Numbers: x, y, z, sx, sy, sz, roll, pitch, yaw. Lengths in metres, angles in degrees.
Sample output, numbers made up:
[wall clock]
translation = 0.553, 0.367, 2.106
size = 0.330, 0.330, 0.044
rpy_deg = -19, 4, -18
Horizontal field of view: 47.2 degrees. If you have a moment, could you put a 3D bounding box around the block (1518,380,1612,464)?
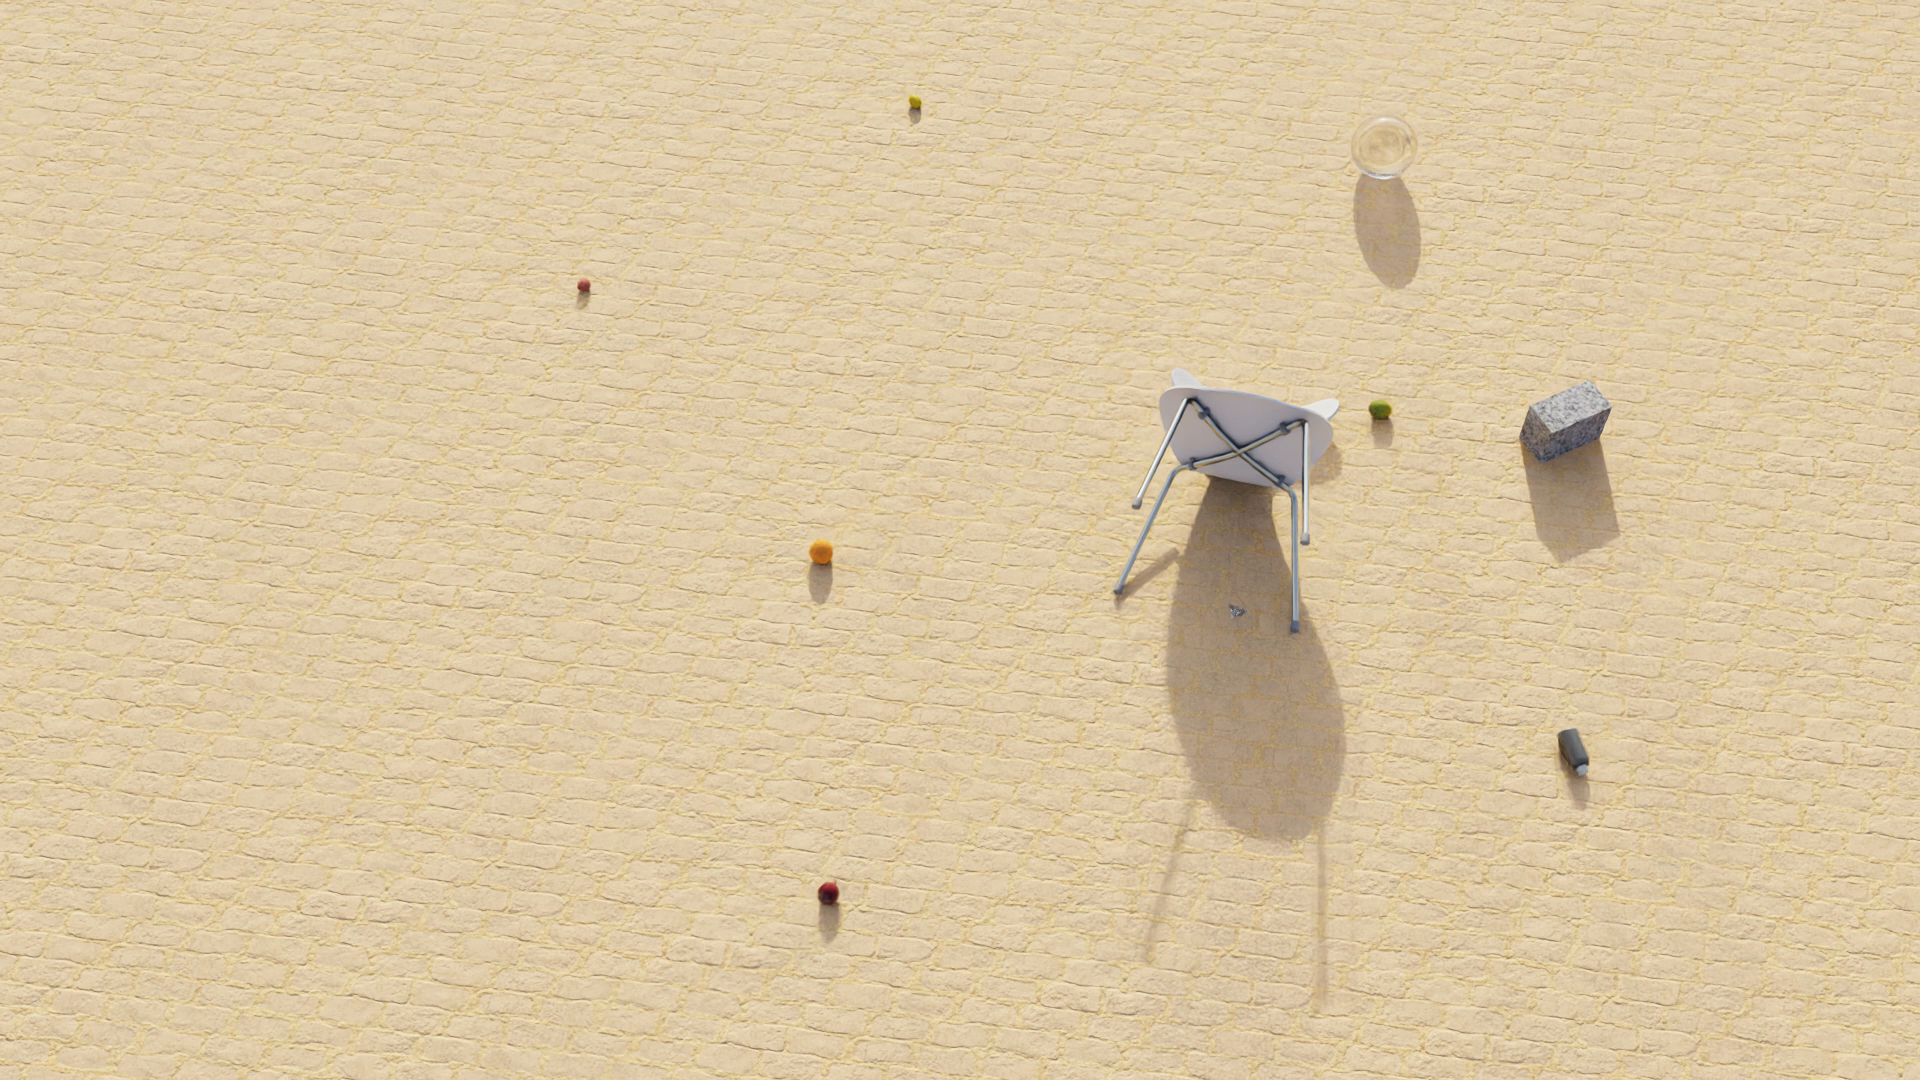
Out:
[block]
translation = 1.850, -0.362, 6.721
size = 0.221, 0.158, 0.117
rpy_deg = -23, 59, -15

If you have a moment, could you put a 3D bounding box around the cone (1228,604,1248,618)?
[cone]
translation = 0.805, 0.214, 6.417
size = 0.068, 0.057, 0.035
rpy_deg = 28, 103, 43

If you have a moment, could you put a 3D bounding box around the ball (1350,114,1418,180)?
[ball]
translation = 1.412, -1.310, 7.323
size = 0.217, 0.217, 0.217
rpy_deg = 0, 56, 0
